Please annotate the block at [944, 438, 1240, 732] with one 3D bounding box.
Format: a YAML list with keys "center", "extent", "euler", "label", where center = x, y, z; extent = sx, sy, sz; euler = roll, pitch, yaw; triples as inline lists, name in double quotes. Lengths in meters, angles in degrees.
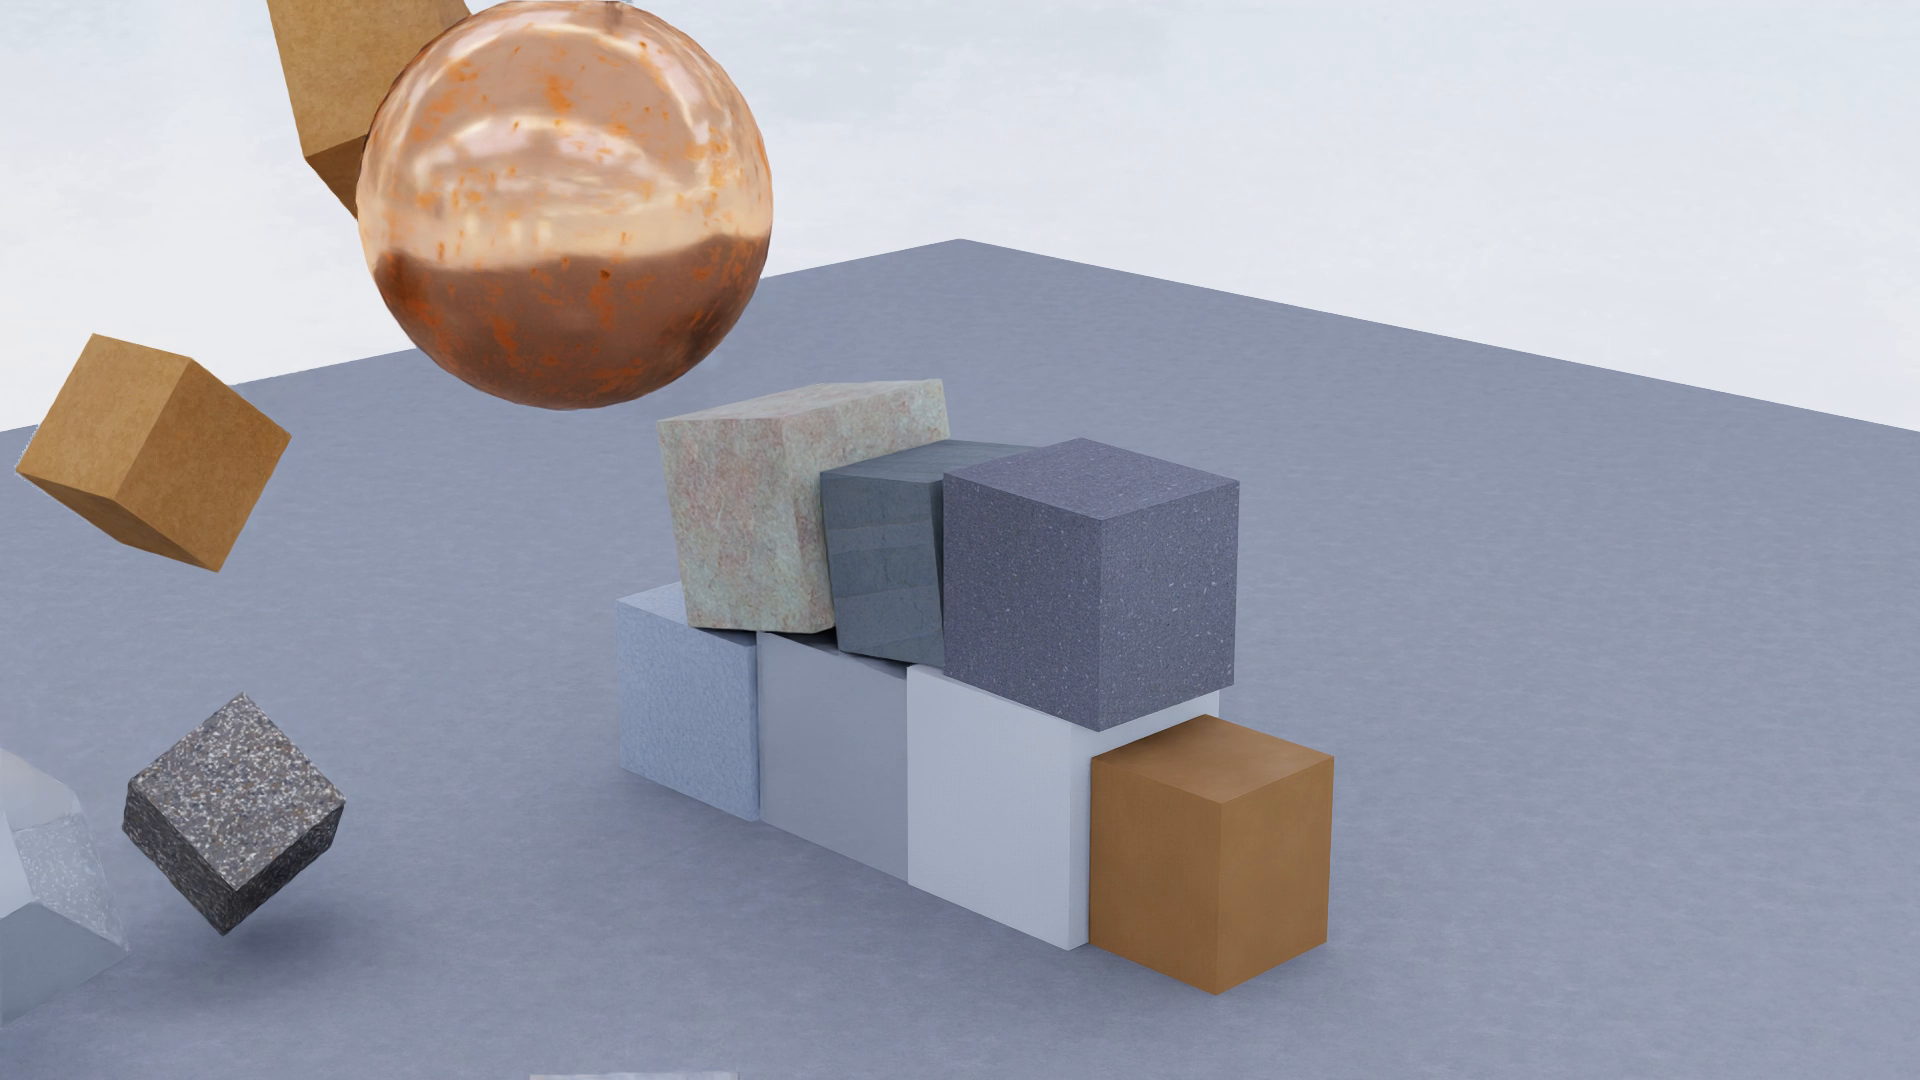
- center: [0.563, 0.172, 12.752]
  extent: [0.845, 0.929, 0.955]
  euler: [-16, 23, -41]
  label: "block"

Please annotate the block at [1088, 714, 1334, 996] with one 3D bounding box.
- center: [1.079, 1.339, 12.639]
  extent: [0.744, 0.866, 0.723]
  euler: [-17, 24, -42]
  label: "block"

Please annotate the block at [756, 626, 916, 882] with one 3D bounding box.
- center: [-0.248, 0.883, 13.905]
  extent: [0.982, 0.977, 1.020]
  euler: [-17, 24, -42]
  label: "block"

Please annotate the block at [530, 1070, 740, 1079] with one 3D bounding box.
- center: [-1.105, 2.273, 9.893]
  extent: [0.714, 0.634, 0.714]
  euler: [-1, 26, -2]
  label: "block"

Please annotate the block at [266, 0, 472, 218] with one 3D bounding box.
- center: [-2.383, -1.905, 12.355]
  extent: [0.689, 0.859, 0.734]
  euler: [-20, -24, 4]
  label: "block"

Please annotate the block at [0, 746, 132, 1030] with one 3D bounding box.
- center: [-3.935, 1.408, 11.622]
  extent: [0.821, 0.732, 0.798]
  euler: [-30, 62, 2]
  label: "block"

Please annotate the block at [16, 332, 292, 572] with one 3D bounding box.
- center: [-3.152, -0.340, 11.492]
  extent: [0.577, 0.622, 0.636]
  euler: [14, -19, 33]
  label: "block"

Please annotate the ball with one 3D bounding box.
- center: [-1.520, -1.300, 11.340]
  extent: [1.600, 1.600, 1.600]
  euler: [0, 17, 0]
  label: "ball"

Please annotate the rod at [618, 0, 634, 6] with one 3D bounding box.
- center: [-0.659, -4.587, 11.210]
  extent: [0.080, 5.200, 0.080]
  euler: [17, 3, 42]
  label: "rod"

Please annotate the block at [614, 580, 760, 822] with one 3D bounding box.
- center: [-0.978, 0.713, 14.598]
  extent: [1.047, 0.887, 0.997]
  euler: [-17, 24, -42]
  label: "block"

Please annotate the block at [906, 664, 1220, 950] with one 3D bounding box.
- center: [0.460, 1.069, 13.193]
  extent: [0.973, 1.049, 0.996]
  euler: [-17, 24, -42]
  label: "block"

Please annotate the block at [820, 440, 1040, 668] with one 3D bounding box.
- center: [-0.063, 0.045, 13.401]
  extent: [0.804, 0.835, 0.716]
  euler: [-16, 16, -42]
  label: "block"

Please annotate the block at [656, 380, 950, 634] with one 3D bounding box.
- center: [-0.694, -0.175, 13.993]
  extent: [1.024, 1.001, 0.916]
  euler: [-16, 12, -42]
  label: "block"

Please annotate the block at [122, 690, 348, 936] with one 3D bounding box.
- center: [-3.159, 1.193, 12.741]
  extent: [0.656, 0.631, 0.624]
  euler: [45, 60, 6]
  label: "block"
